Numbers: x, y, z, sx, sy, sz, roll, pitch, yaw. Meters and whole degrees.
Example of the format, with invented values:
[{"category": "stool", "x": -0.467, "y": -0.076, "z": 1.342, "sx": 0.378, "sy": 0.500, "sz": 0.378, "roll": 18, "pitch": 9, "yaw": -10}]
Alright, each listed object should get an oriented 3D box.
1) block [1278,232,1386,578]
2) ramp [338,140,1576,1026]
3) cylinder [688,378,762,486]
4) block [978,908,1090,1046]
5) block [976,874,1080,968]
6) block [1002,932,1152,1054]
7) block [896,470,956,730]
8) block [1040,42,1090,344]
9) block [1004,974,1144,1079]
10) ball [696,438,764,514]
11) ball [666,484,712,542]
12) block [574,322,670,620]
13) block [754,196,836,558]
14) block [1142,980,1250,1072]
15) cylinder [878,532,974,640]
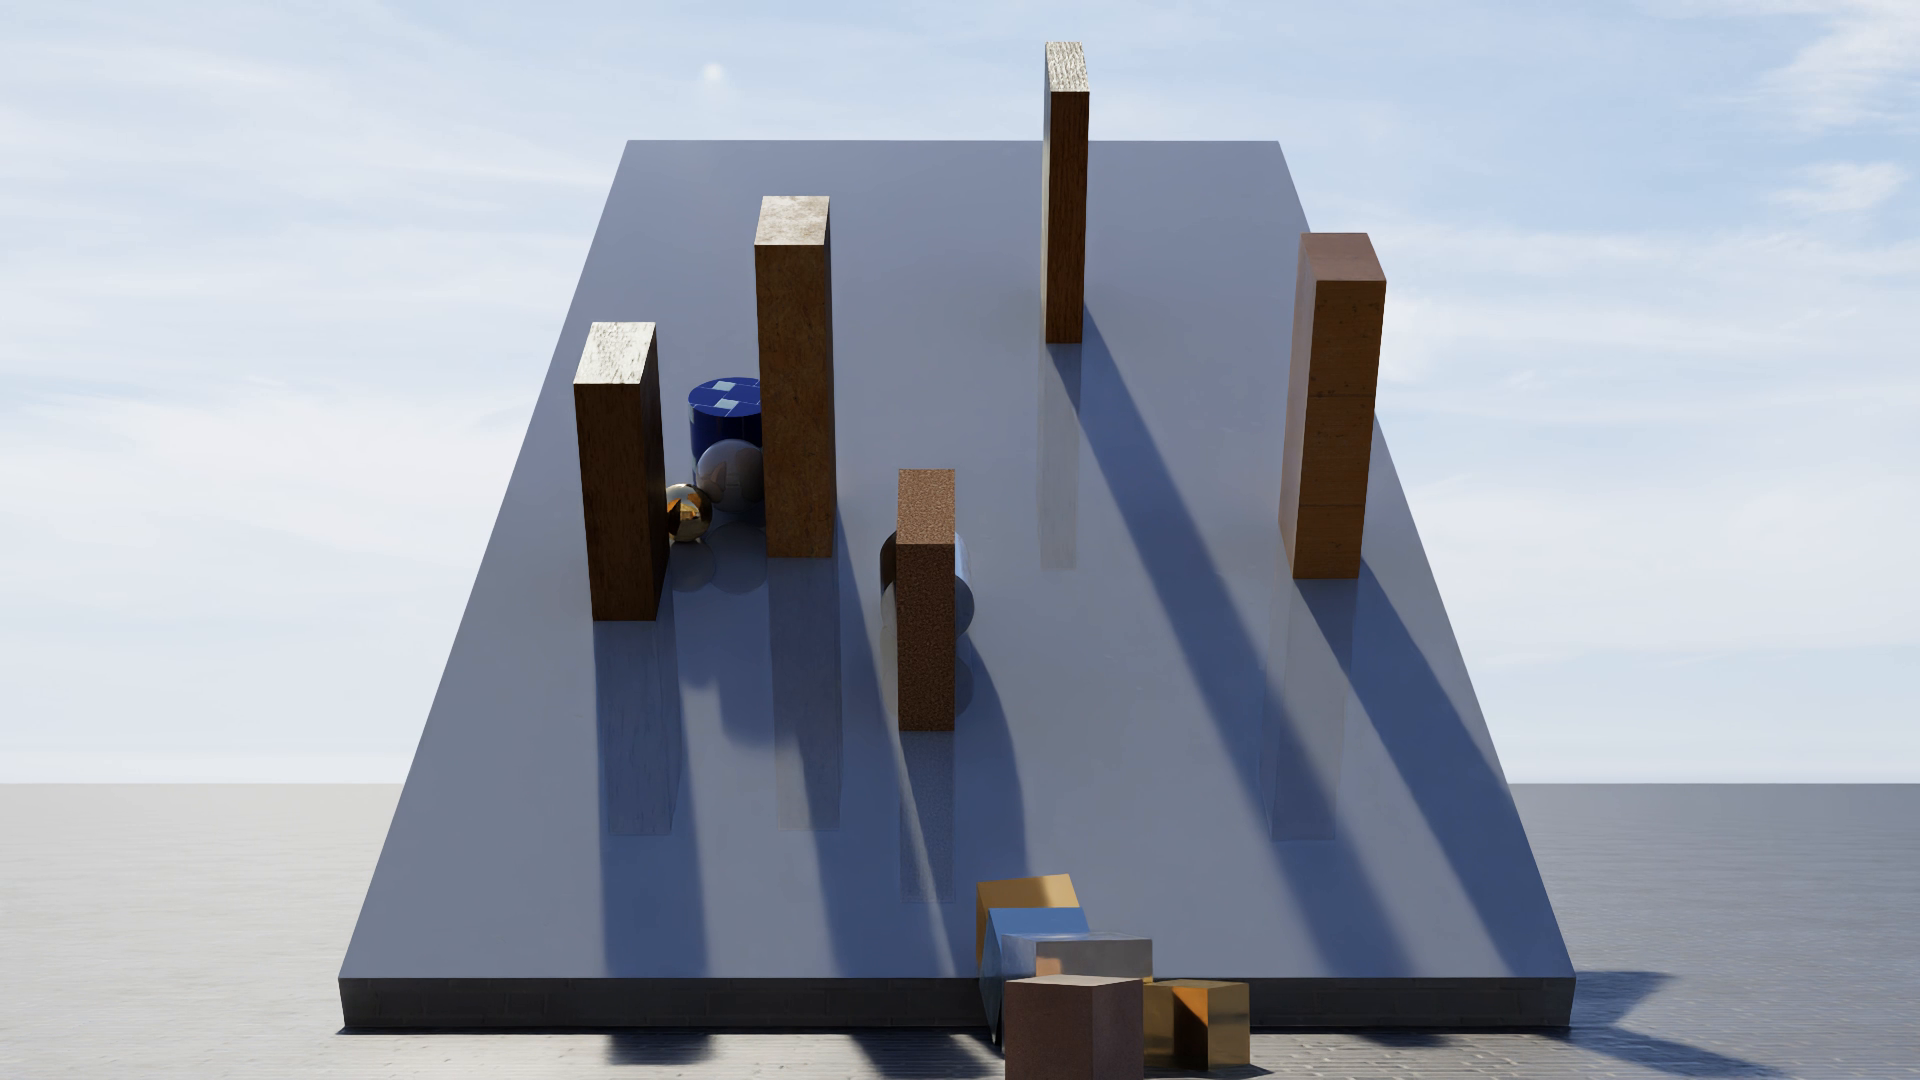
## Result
[{"category": "block", "x": 0.764, "y": -0.274, "z": 4.959, "sx": 0.137, "sy": 0.671, "sz": 0.254, "roll": 0, "pitch": 29, "yaw": 0}, {"category": "ramp", "x": -0.012, "y": -0.217, "z": 5.648, "sx": 2.000, "sy": 0.100, "sz": 4.000, "roll": 0, "pitch": 29, "yaw": 0}, {"category": "cylinder", "x": -0.498, "y": -0.227, "z": 5.348, "sx": 0.204, "sy": 0.204, "sz": 0.204, "roll": 0, "pitch": 29, "yaw": 0}, {"category": "block", "x": 0.120, "y": 0.666, "z": 3.671, "sx": 0.147, "sy": 0.147, "sz": 0.147, "roll": 1, "pitch": 28, "yaw": -11}, {"category": "block", "x": 0.113, "y": 0.645, "z": 3.828, "sx": 0.150, "sy": 0.150, "sz": 0.150, "roll": -4, "pitch": 28, "yaw": -8}, {"category": "block", "x": 0.168, "y": 0.663, "z": 3.480, "sx": 0.174, "sy": 0.174, "sz": 0.174, "roll": 2, "pitch": -6, "yaw": -15}, {"category": "block", "x": -0.063, "y": 0.112, "z": 4.534, "sx": 0.106, "sy": 0.401, "sz": 0.294, "roll": 0, "pitch": 29, "yaw": 0}, {"category": "block", "x": 0.262, "y": -0.879, "z": 6.063, "sx": 0.093, "sy": 0.658, "sz": 0.394, "roll": 0, "pitch": 29, "yaw": 0}, {"category": "block", "x": 0.153, "y": 0.655, "z": 3.202, "sx": 0.134, "sy": 0.134, "sz": 0.134, "roll": -4, "pitch": -7, "yaw": 33}, {"category": "ball", "x": -0.490, "y": -0.139, "z": 5.188, "sx": 0.163, "sy": 0.163, "sz": 0.163, "roll": 0, "pitch": -6, "yaw": 0}, {"category": "ball", "x": -0.591, "y": -0.059, "z": 5.124, "sx": 0.126, "sy": 0.126, "sz": 0.126, "roll": 0, "pitch": -6, "yaw": 0}, {"category": "block", "x": -0.679, "y": -0.138, "z": 4.849, "sx": 0.127, "sy": 0.530, "sz": 0.288, "roll": 0, "pitch": 29, "yaw": 0}, {"category": "block", "x": -0.340, "y": -0.338, "z": 5.028, "sx": 0.137, "sy": 0.708, "sz": 0.267, "roll": 0, "pitch": 29, "yaw": 0}, {"category": "block", "x": 0.332, "y": 0.685, "z": 3.398, "sx": 0.113, "sy": 0.113, "sz": 0.113, "roll": -4, "pitch": -7, "yaw": 37}, {"category": "cylinder", "x": -0.068, "y": 0.089, "z": 4.798, "sx": 0.186, "sy": 0.186, "sz": 0.186, "roll": 0, "pitch": 29, "yaw": -3}]
